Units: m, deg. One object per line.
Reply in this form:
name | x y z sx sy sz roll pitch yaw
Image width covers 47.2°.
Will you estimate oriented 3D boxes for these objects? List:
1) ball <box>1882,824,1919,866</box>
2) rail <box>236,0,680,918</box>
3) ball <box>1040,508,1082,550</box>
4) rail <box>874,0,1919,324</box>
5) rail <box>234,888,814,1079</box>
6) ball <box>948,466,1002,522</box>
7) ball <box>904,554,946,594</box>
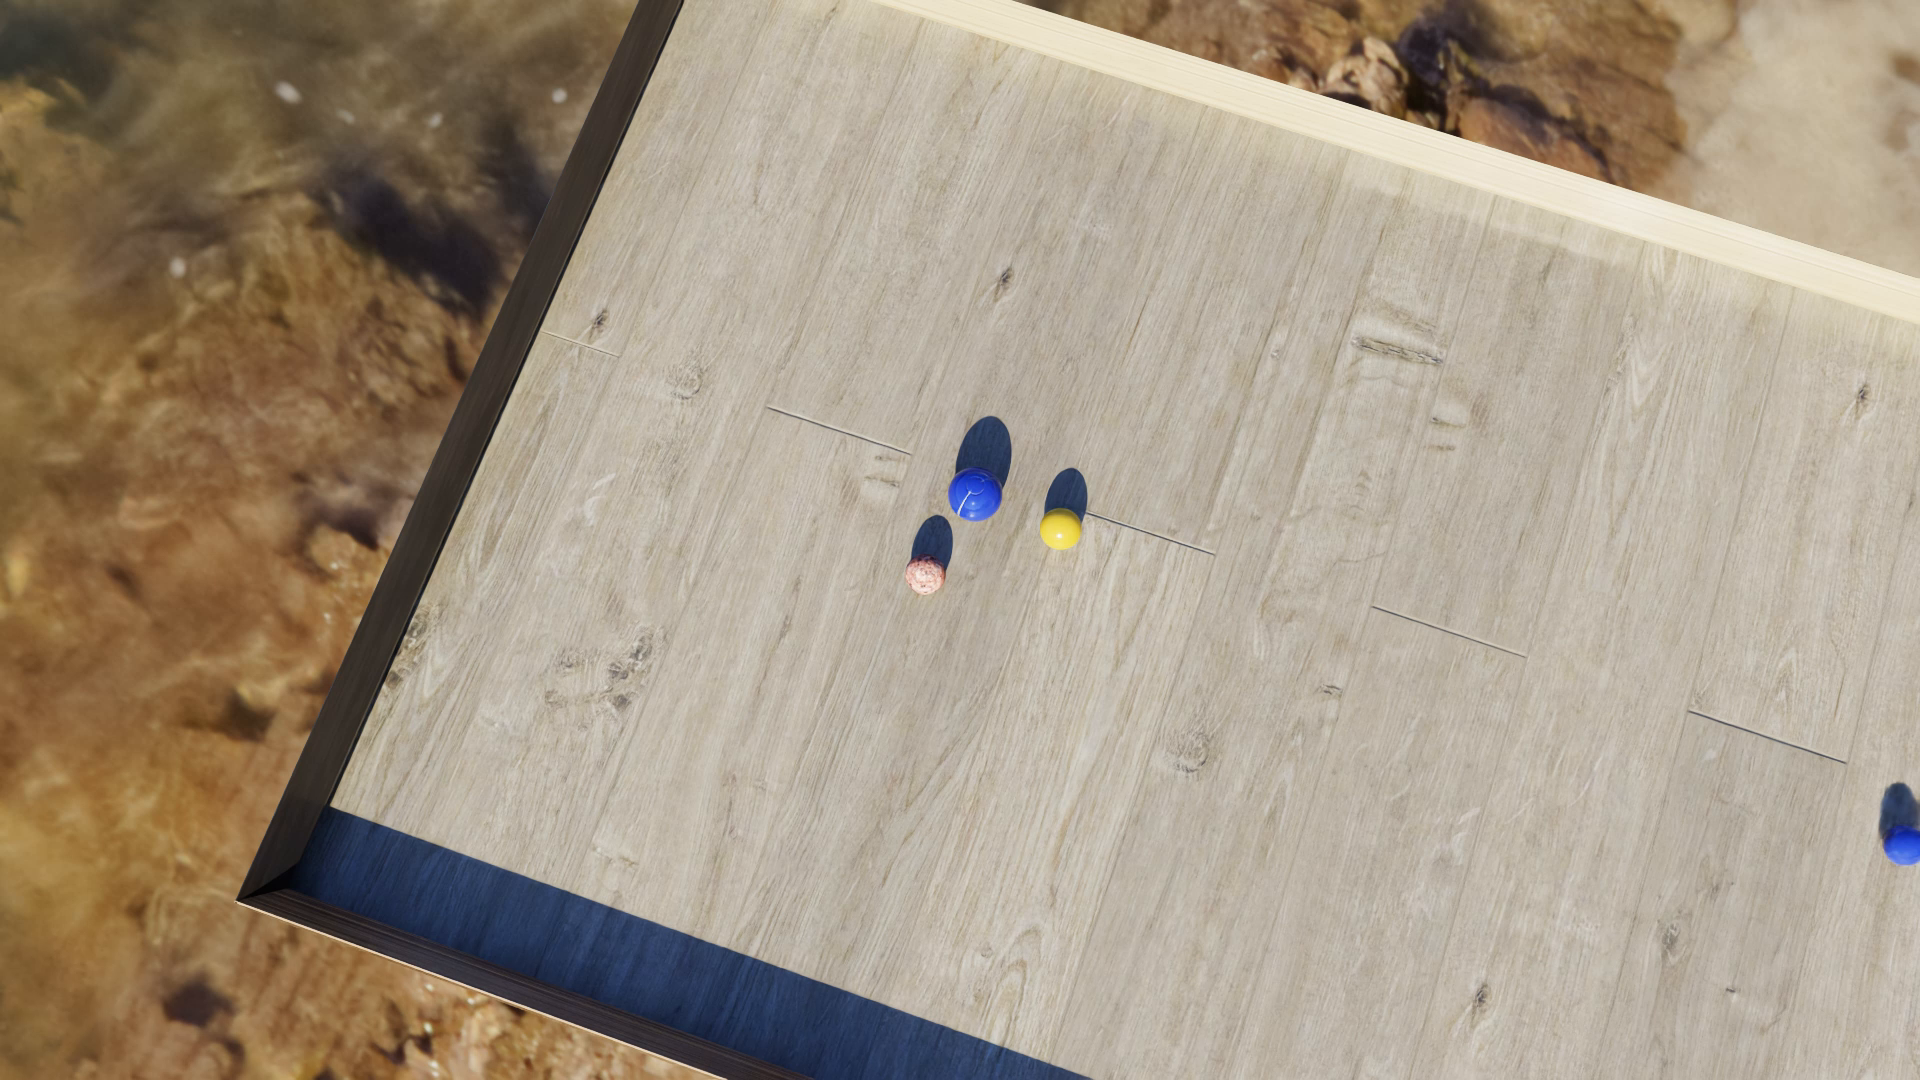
ball | 1.398 0.452 3.255 0.061 0.061 0.061 0 72 0
rail | -0.726 -0.249 3.450 0.045 0.111 1.760 18 73 6
ball | 0.156 -0.017 3.401 0.066 0.066 0.066 0 72 0
rail | 1.032 -0.527 3.538 3.173 0.111 0.045 18 73 6
rail | 0.466 1.013 3.048 3.173 0.111 0.045 18 73 6
ball | 0.024 -0.071 3.408 0.086 0.086 0.086 0 72 0
ball | -0.053 0.053 3.380 0.063 0.063 0.063 0 72 0
